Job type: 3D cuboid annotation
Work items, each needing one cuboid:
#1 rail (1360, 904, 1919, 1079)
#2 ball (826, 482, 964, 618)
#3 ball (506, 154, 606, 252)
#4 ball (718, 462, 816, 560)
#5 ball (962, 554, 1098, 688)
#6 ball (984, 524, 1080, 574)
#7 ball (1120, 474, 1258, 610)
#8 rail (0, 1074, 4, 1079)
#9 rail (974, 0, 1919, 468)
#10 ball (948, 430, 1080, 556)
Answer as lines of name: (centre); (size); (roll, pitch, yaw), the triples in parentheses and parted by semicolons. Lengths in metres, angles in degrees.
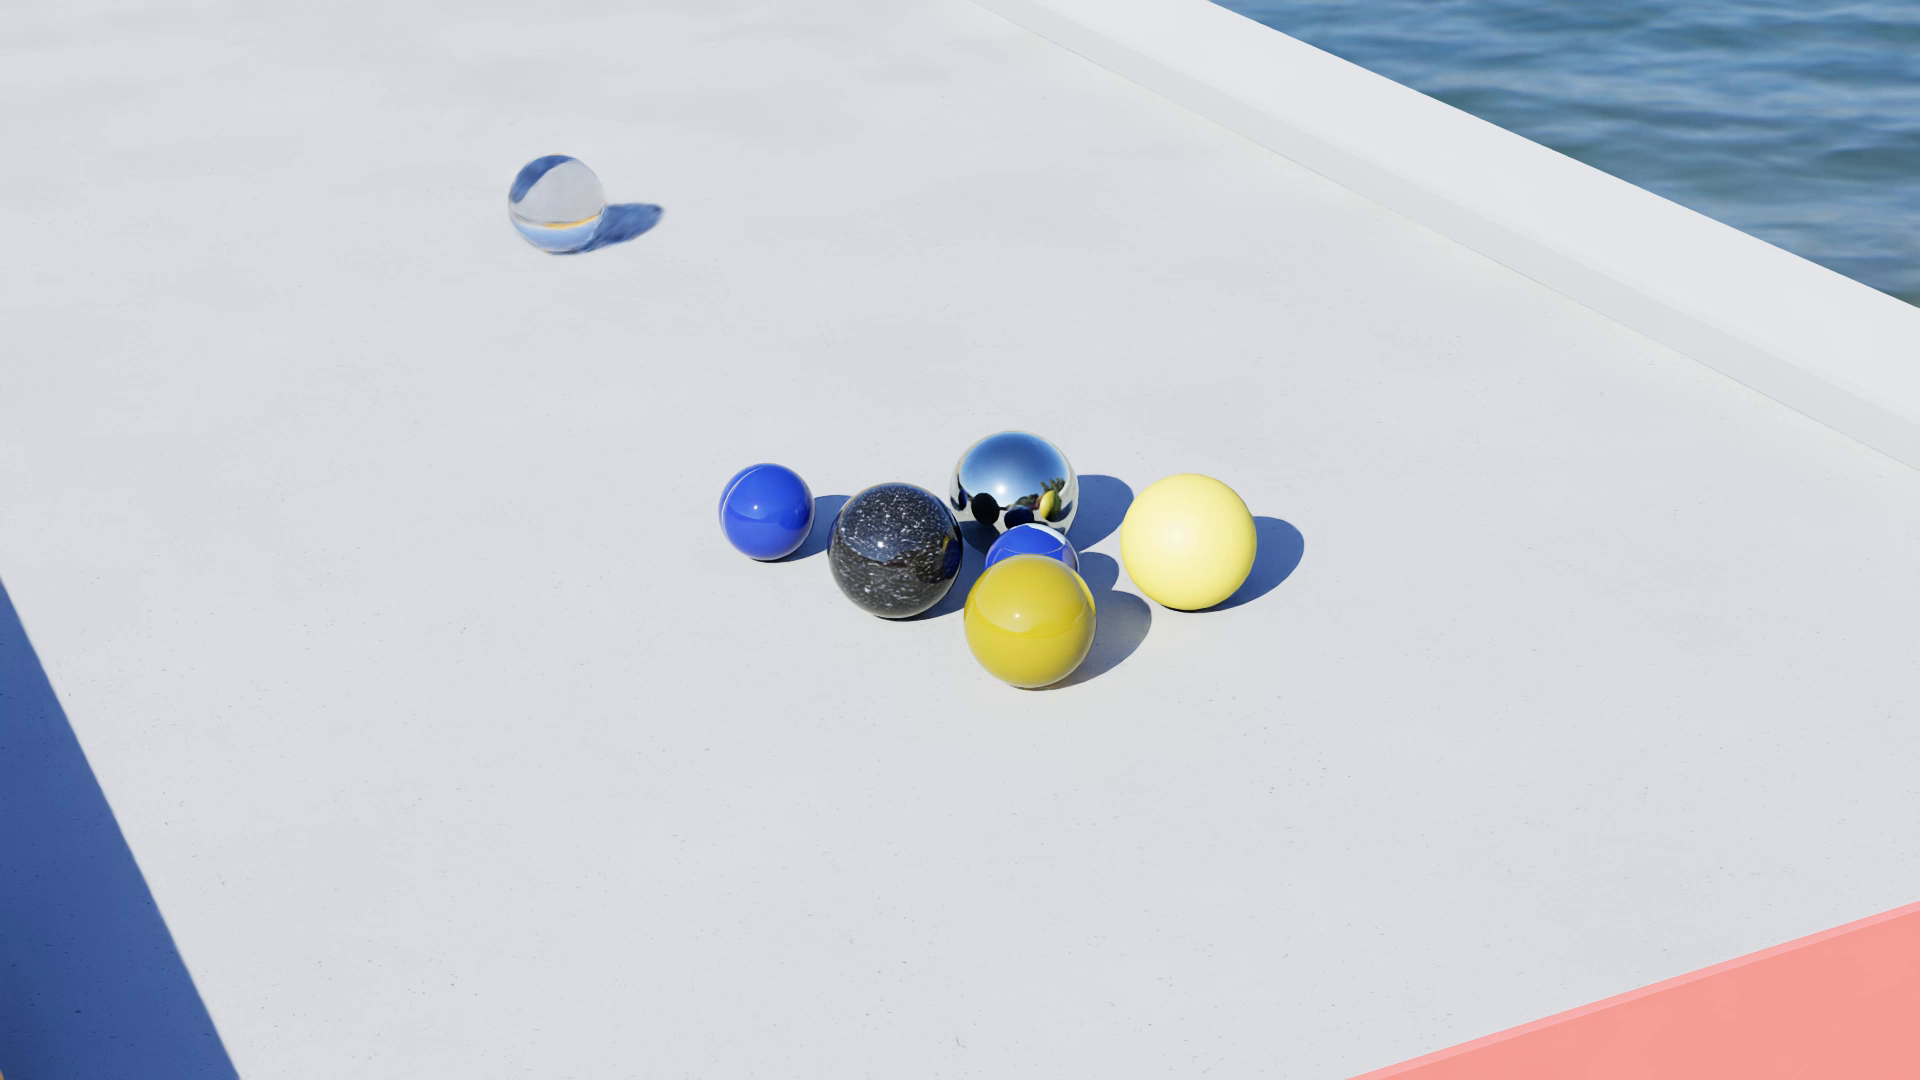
rail: (0.342, 0.265, 1.486); (1.572, 0.127, 0.045); (-12, 27, -24)
ball: (-0.046, 0.007, 2.086); (0.097, 0.097, 0.097); (0, 25, 0)
ball: (-0.385, -0.322, 2.807); (0.094, 0.094, 0.094); (0, 25, 0)
ball: (-0.143, -0.021, 2.177); (0.073, 0.073, 0.073); (0, 25, 0)
ball: (0.047, 0.055, 1.990); (0.091, 0.091, 0.091); (0, 25, 0)
ball: (0.051, 0.022, 2.088); (0.068, 0.068, 0.068); (0, 25, 0)
ball: (0.163, 0.001, 2.099); (0.098, 0.098, 0.098); (0, 25, 0)
rail: (-1.034, -0.169, 2.433); (0.045, 0.127, 3.142); (-12, 27, -24)
rail: (0.329, -0.454, 3.054); (0.045, 0.127, 3.142); (-12, 27, -24)
ball: (0.040, -0.033, 2.173); (0.097, 0.097, 0.097); (0, 25, 0)
